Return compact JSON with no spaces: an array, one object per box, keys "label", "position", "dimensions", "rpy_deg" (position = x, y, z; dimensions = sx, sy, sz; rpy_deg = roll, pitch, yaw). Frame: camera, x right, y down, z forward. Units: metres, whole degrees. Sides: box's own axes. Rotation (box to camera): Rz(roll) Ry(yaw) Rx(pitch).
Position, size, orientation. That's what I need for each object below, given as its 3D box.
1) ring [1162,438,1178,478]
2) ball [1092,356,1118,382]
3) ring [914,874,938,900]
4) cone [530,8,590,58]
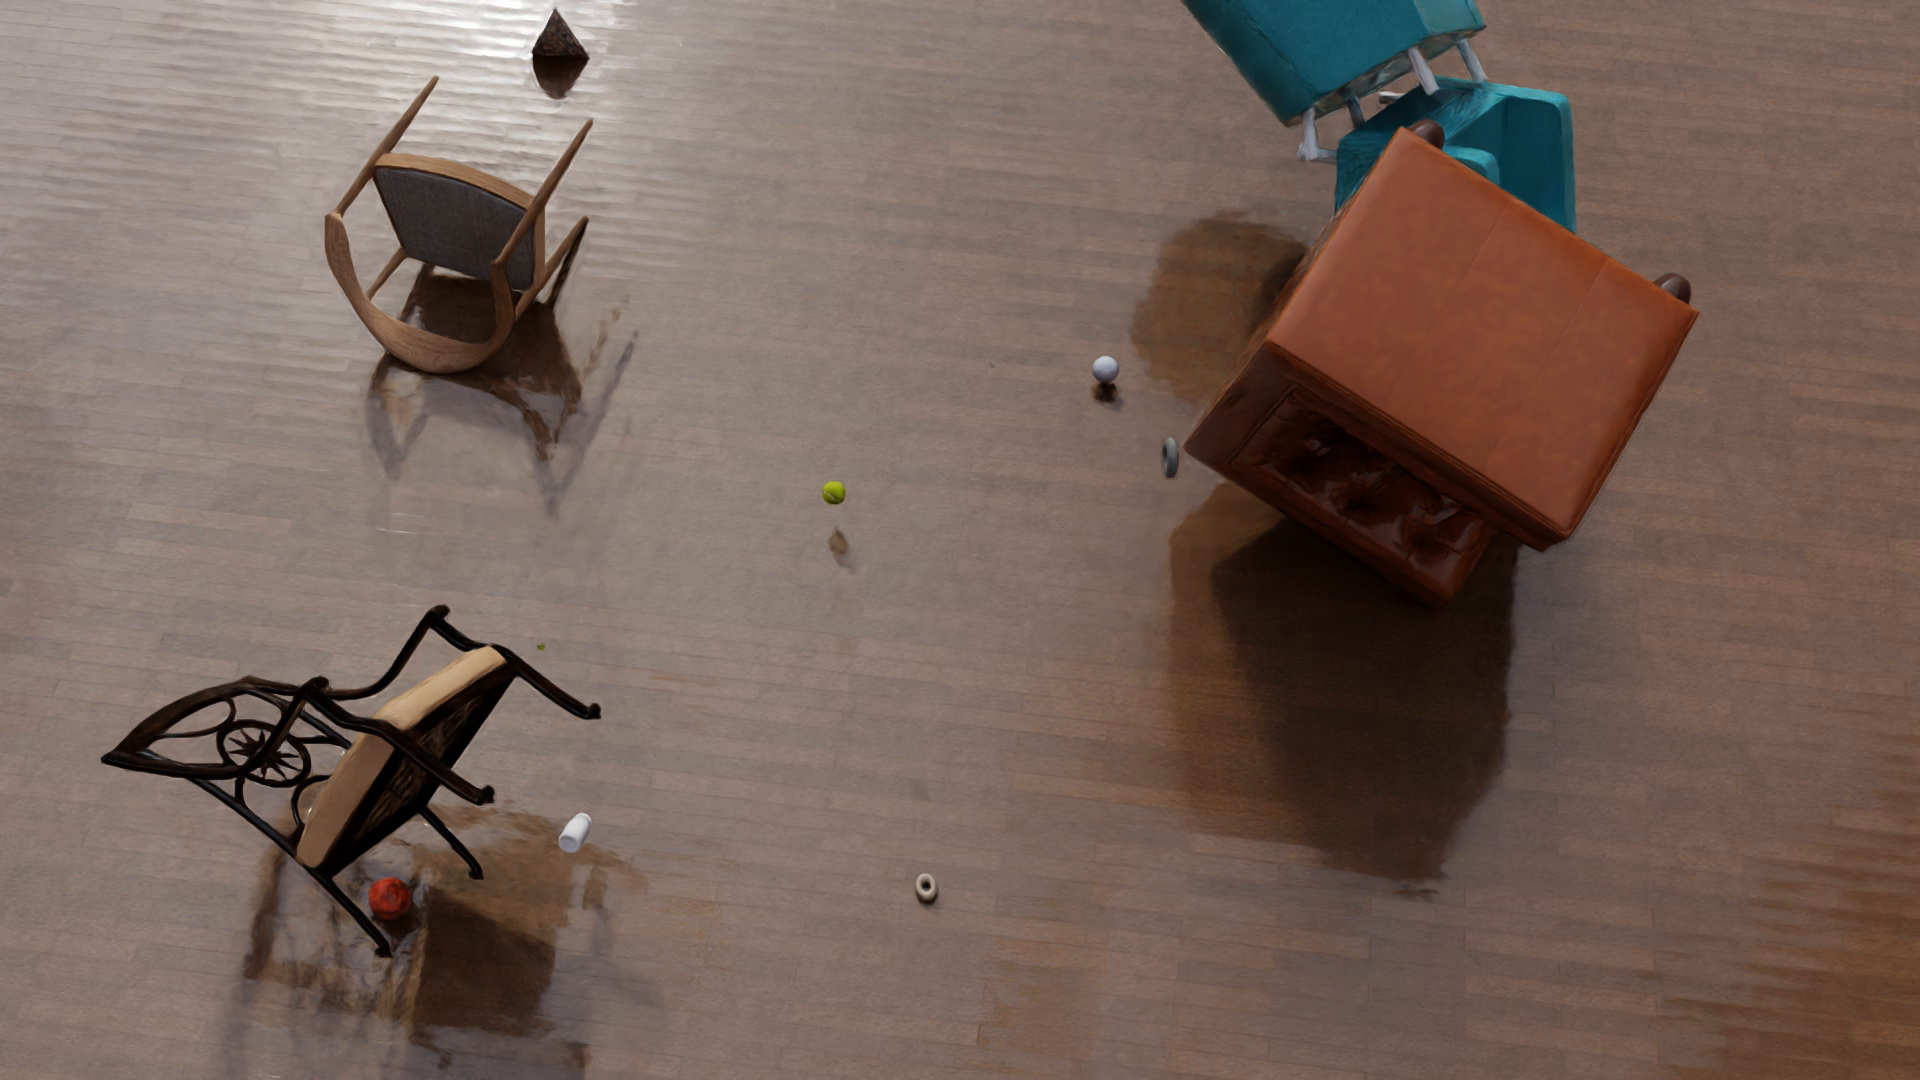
[{"label":"ring","position":[0.589,-0.230,6.166],"dimensions":[0.029,0.130,0.102],"rpy_deg":[-6,50,-7]},{"label":"ball","position":[0.454,-0.533,6.862],"dimensions":[0.082,0.082,0.082],"rpy_deg":[0,56,0]},{"label":"ring","position":[-0.092,0.936,5.929],"dimensions":[0.061,0.028,0.081],"rpy_deg":[-9,56,-5]},{"label":"cone","position":[-1.374,-1.731,7.680],"dimensions":[0.188,0.216,0.182],"rpy_deg":[28,84,-17]}]
